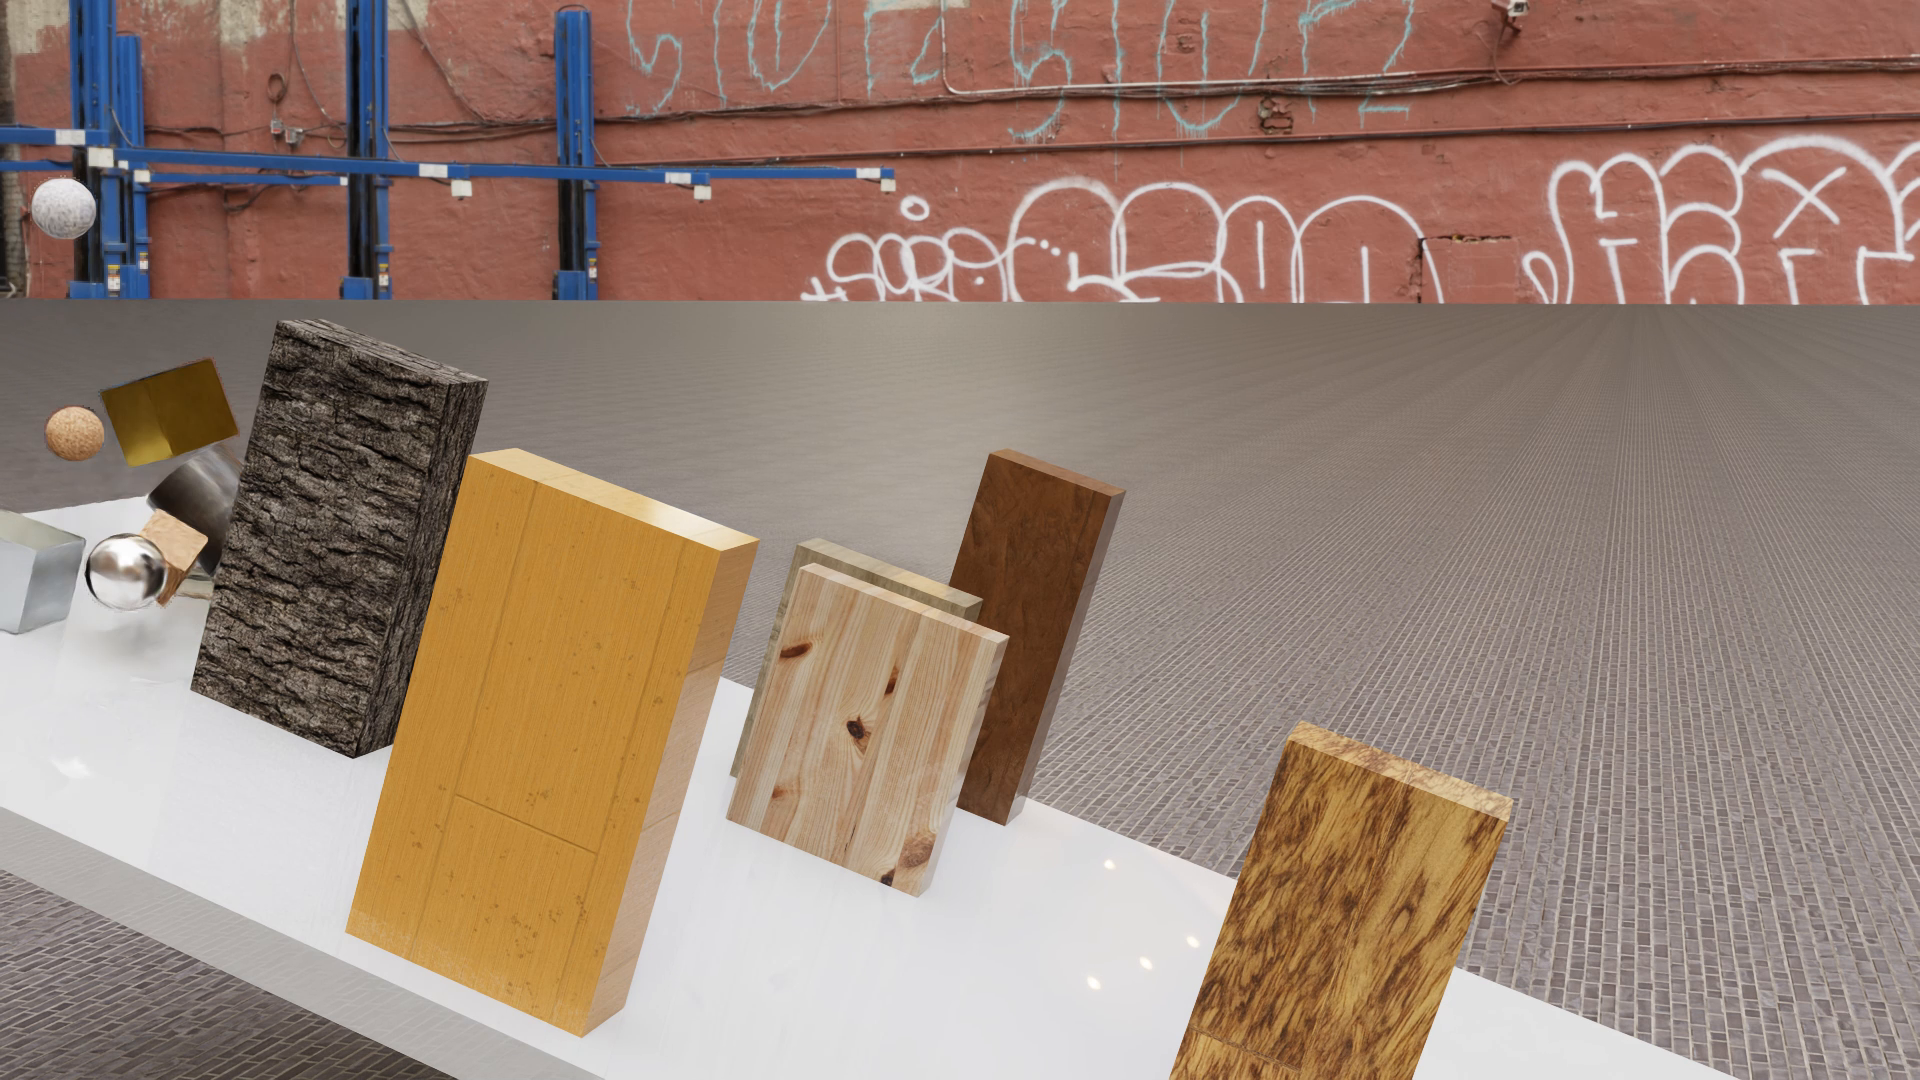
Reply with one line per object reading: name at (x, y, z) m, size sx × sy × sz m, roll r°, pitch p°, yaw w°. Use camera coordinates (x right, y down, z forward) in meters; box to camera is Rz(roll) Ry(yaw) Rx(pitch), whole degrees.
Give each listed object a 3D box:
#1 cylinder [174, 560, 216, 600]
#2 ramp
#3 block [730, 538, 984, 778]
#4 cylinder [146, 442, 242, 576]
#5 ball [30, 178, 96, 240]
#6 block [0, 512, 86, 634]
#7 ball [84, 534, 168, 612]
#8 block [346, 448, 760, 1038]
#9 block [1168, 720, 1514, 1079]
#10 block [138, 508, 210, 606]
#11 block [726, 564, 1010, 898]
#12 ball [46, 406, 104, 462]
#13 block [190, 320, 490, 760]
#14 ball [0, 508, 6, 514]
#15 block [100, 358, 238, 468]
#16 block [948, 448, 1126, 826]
cylinder at (-1.612, 0.026, 4.723) m, size 0.205 × 0.205 × 0.205 m, roll 12°, pitch 1°, yaw -25°
ramp at (-0.360, 0.684, 4.228) m, size 4.000 × 0.100 × 2.000 m, roll 20°, pitch 12°, yaw 14°
block at (-0.220, 0.310, 4.615) m, size 0.384 × 0.523 × 0.123 m, roll 20°, pitch 12°, yaw 14°
cylinder at (-1.529, -0.063, 4.528) m, size 0.196 × 0.196 × 0.196 m, roll -40°, pitch 4°, yaw 3°
ball at (-1.833, -0.678, 4.499) m, size 0.125 × 0.125 × 0.125 m, roll 0°, pitch 7°, yaw 0°
block at (-1.848, 0.061, 4.295) m, size 0.171 × 0.171 × 0.171 m, roll 19°, pitch 10°, yaw 7°
ball at (-1.595, 0.062, 4.208) m, size 0.150 × 0.150 × 0.150 m, roll 0°, pitch 7°, yaw 0°
block at (-0.632, 0.306, 3.378) m, size 0.426 × 0.791 × 0.147 m, roll 20°, pitch 12°, yaw 14°
block at (0.556, 0.696, 3.386) m, size 0.340 × 0.748 × 0.145 m, roll 20°, pitch 12°, yaw 14°
block at (-1.584, 0.034, 4.362) m, size 0.114 × 0.114 × 0.114 m, roll 33°, pitch 34°, yaw -13°
block at (-0.187, 0.373, 4.337) m, size 0.424 × 0.538 × 0.082 m, roll 20°, pitch 12°, yaw 14°
ball at (-1.944, -0.233, 4.832) m, size 0.120 × 0.120 × 0.120 m, roll 0°, pitch 7°, yaw 0°
block at (-1.178, -0.006, 4.164) m, size 0.371 × 0.741 × 0.147 m, roll 20°, pitch 12°, yaw 14°
ball at (-1.982, 0.000, 4.452) m, size 0.149 × 0.149 × 0.149 m, roll 0°, pitch 7°, yaw 0°
block at (-1.654, -0.266, 4.604) m, size 0.167 × 0.167 × 0.167 m, roll -8°, pitch 14°, yaw 38°
block at (0.103, 0.215, 4.892) m, size 0.286 × 0.778 × 0.144 m, roll 20°, pitch 12°, yaw 14°
